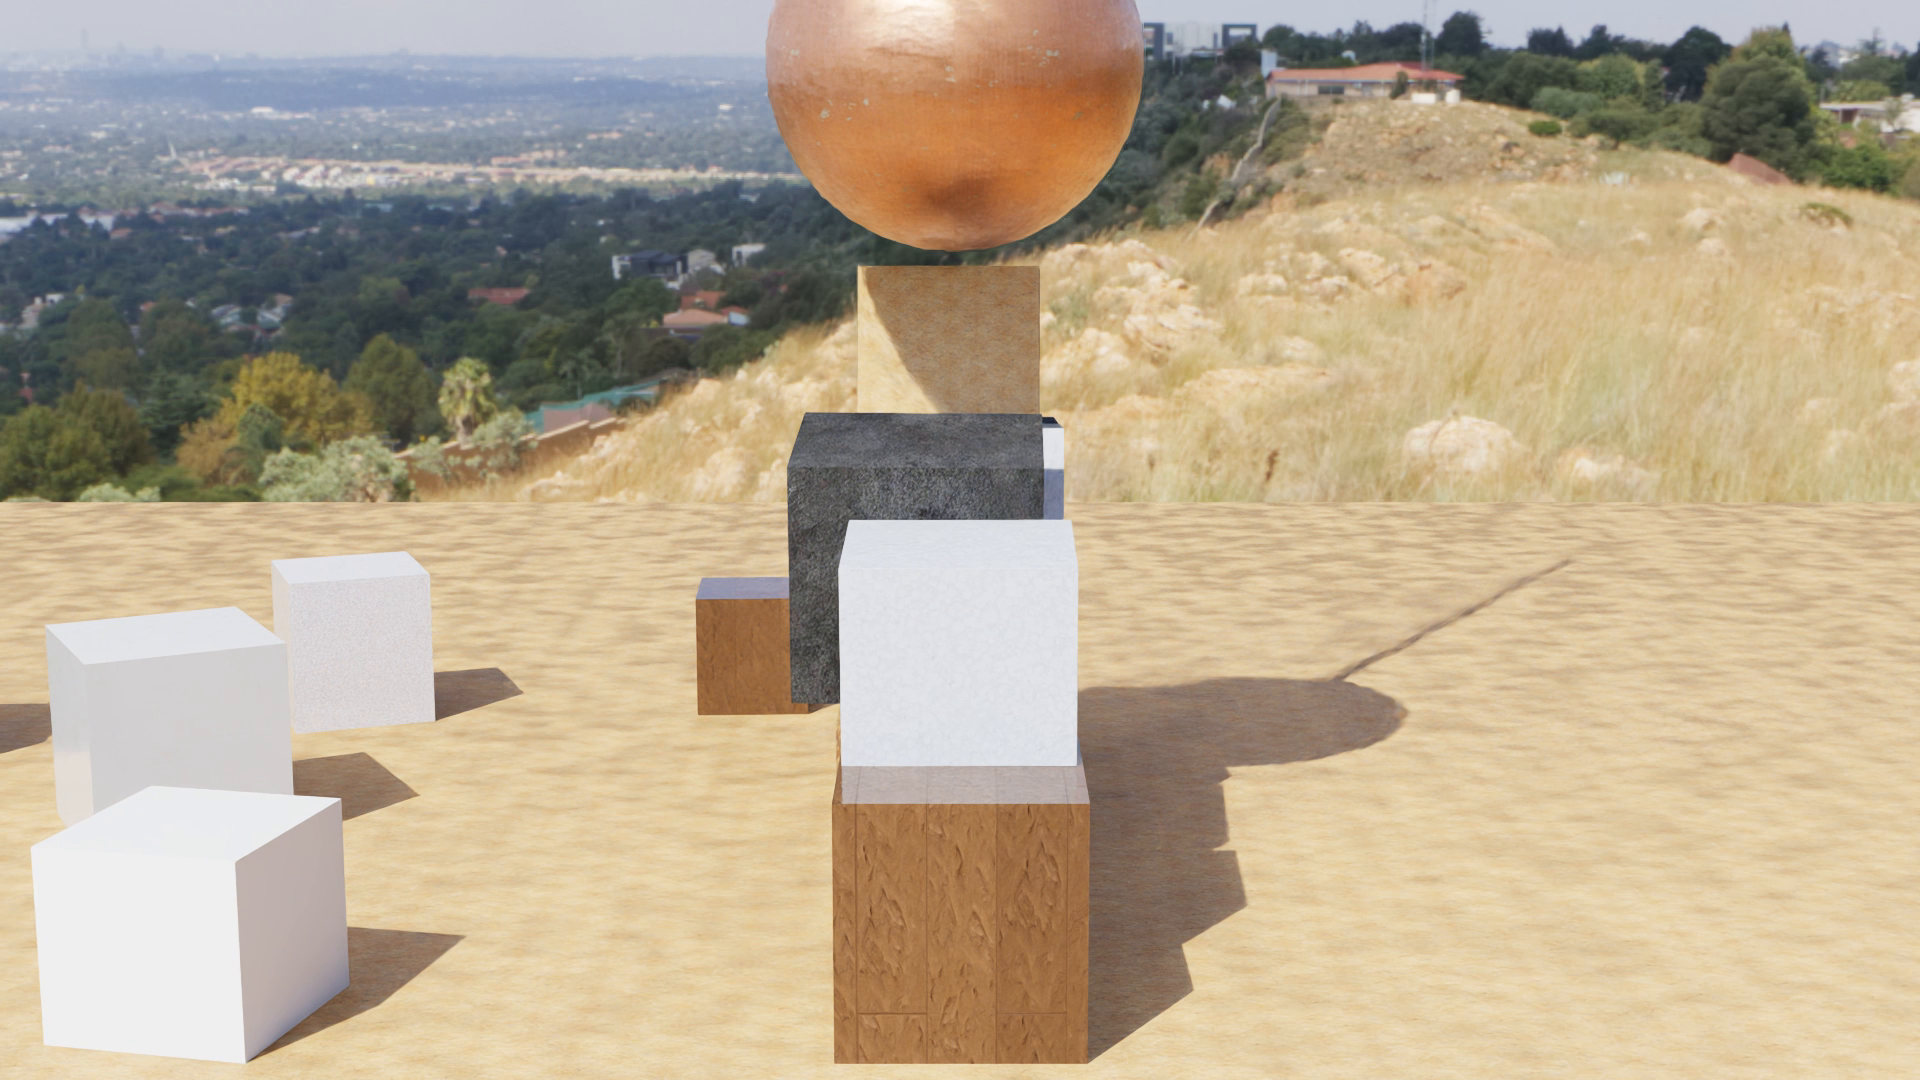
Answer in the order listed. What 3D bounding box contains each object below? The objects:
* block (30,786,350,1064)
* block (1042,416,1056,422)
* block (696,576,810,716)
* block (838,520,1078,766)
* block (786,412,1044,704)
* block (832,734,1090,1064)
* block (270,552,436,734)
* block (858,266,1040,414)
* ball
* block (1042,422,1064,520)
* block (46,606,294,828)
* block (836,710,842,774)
[{"bbox_3d":[-2.868,1.422,9.635,0.807,0.754,0.828,2,11,13],"label":"block"},{"bbox_3d":[0.011,-0.119,12.502,0.915,0.926,0.944,0,5,0],"label":"block"},{"bbox_3d":[-1.161,0.591,14.475,0.613,0.658,0.619,0,10,-2],"label":"block"},{"bbox_3d":[-0.001,0.381,9.810,0.873,0.758,0.761,0,14,1],"label":"block"},{"bbox_3d":[-0.165,0.060,10.609,1.008,0.984,0.904,0,17,1],"label":"block"},{"bbox_3d":[0.003,1.319,9.603,0.910,0.968,0.966,0,10,0],"label":"block"},{"bbox_3d":[-3.366,0.554,14.213,0.750,0.824,0.725,-4,11,-22],"label":"block"},{"bbox_3d":[-0.040,-0.914,12.078,0.824,0.720,0.871,0,4,2],"label":"block"},{"bbox_3d":[-0.023,-2.020,10.813,1.600,1.600,1.600,0,10,0],"label":"ball"},{"bbox_3d":[0.011,-0.080,11.594,0.886,0.874,0.856,0,4,0],"label":"block"},{"bbox_3d":[-3.713,0.895,12.047,0.894,0.929,0.946,-6,12,-29],"label":"block"},{"bbox_3d":[-0.018,1.141,10.501,0.933,0.998,0.845,0,10,0],"label":"block"}]
